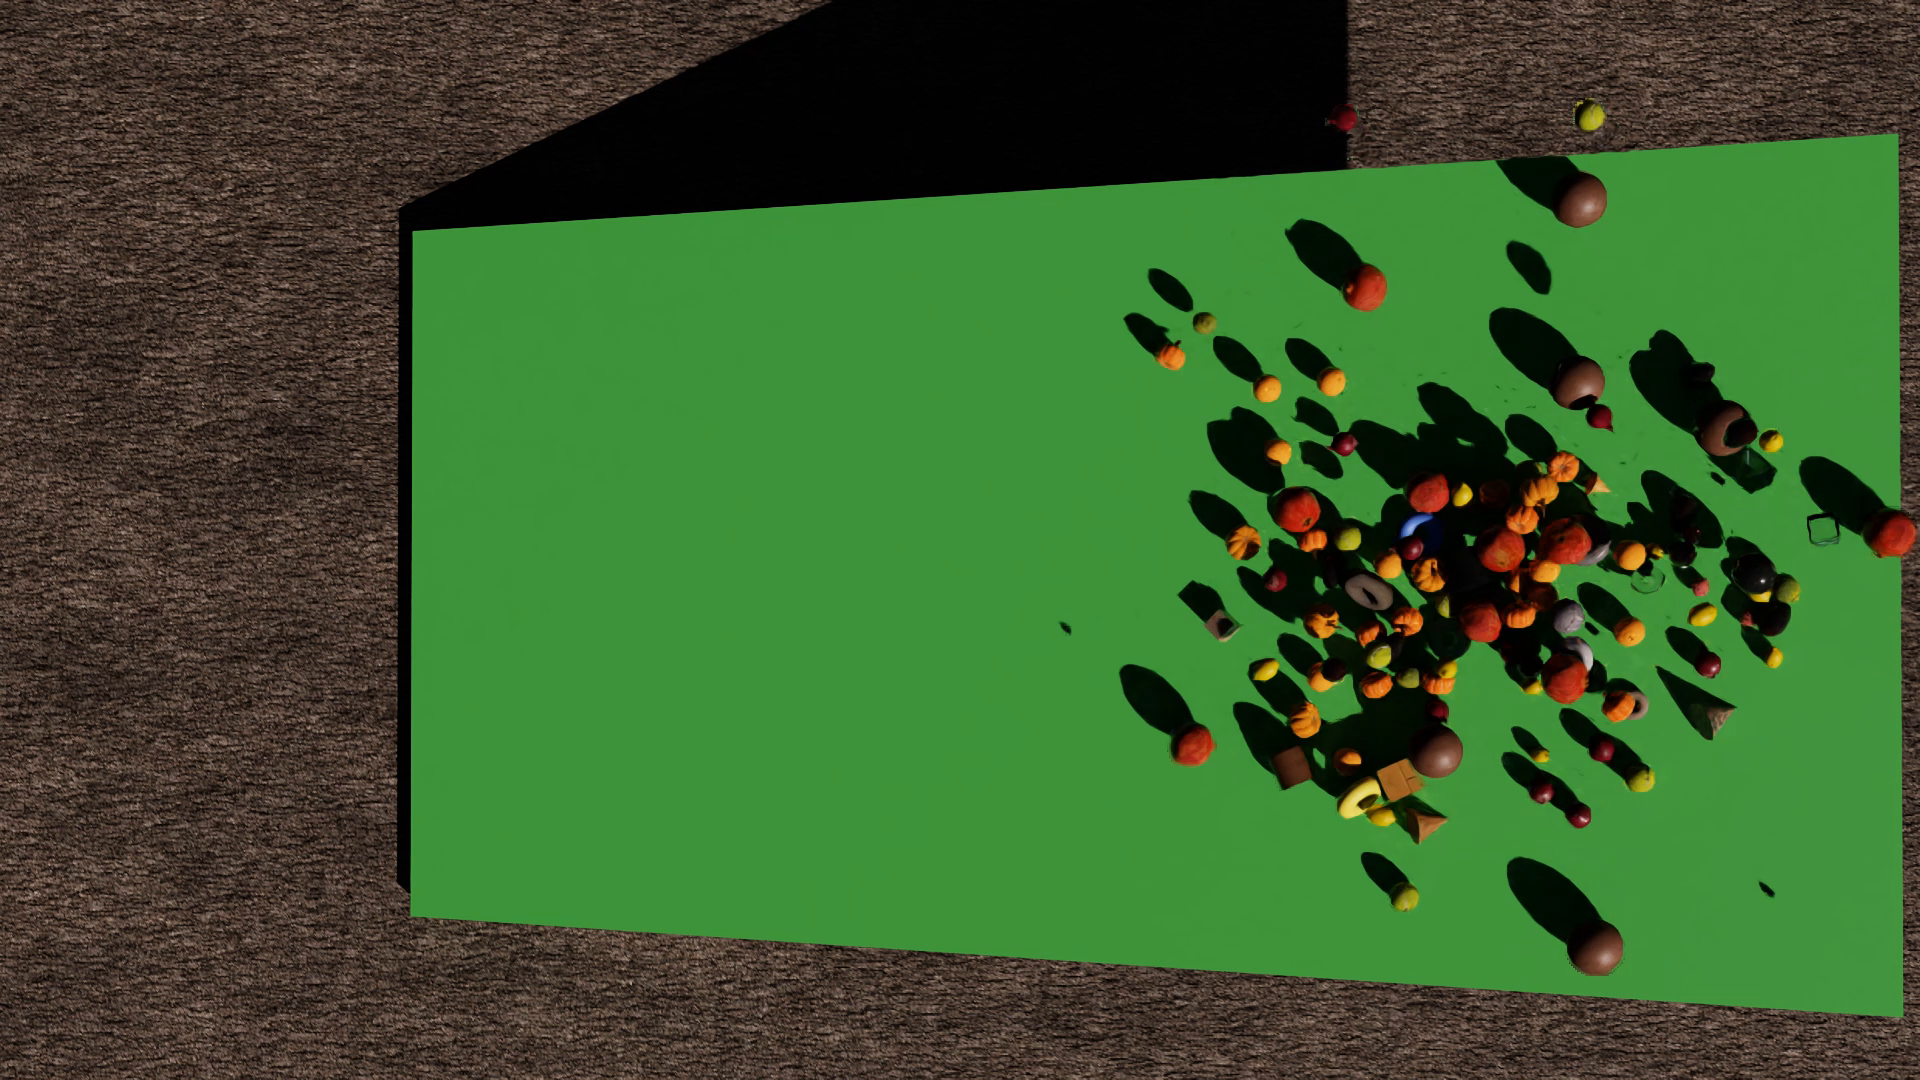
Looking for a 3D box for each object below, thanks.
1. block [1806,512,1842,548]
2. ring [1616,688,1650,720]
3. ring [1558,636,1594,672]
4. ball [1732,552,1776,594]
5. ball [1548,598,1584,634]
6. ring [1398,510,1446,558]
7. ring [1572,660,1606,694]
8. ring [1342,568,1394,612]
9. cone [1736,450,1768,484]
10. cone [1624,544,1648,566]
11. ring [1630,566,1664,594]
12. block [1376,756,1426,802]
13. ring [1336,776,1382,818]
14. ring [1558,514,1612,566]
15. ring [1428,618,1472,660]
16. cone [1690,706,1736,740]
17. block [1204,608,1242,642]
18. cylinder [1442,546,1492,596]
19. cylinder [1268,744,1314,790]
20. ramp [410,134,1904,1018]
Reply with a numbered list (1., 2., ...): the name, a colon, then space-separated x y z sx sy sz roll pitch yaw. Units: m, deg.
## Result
1. block: 1.935 -0.023 4.925 0.058 0.058 0.058 -12 70 28
2. ring: 1.581 0.387 5.170 0.075 0.025 0.075 1 92 23
3. ring: 1.450 0.270 5.176 0.031 0.094 0.094 -30 89 -32
4. ball: 1.802 0.076 4.991 0.096 0.096 0.096 0 89 0
5. ball: 1.418 0.178 5.144 0.081 0.081 0.081 0 89 0
6. ring: 1.122 -0.014 5.346 0.116 0.039 0.116 1 93 21
7. ring: 1.489 0.321 5.200 0.083 0.028 0.083 -2 87 35
8. ring: 0.993 0.121 5.350 0.135 0.135 0.045 37 70 0
9. cone: 1.815 -0.155 5.083 0.072 0.072 0.072 28 128 0
10. cone: 1.599 0.048 5.169 0.053 0.053 0.053 34 89 -9
11. ring: 1.609 0.093 5.146 0.078 0.078 0.026 -32 131 0
12. block: 1.071 0.580 5.335 0.082 0.082 0.082 -27 80 19
13. ring: 0.972 0.626 5.351 0.127 0.127 0.042 -38 59 0
14. ring: 1.478 -0.001 5.204 0.126 0.042 0.126 1 93 14
15. ring: 1.184 0.239 5.321 0.105 0.035 0.105 1 91 25
16. cone: 1.759 0.404 5.093 0.092 0.092 0.092 -26 89 4
17. block: 0.658 0.215 5.508 0.057 0.057 0.057 -47 64 14
18. cylinder: 1.215 0.073 5.266 0.091 0.091 0.091 -16 73 0
19. cylinder: 0.818 0.562 5.430 0.088 0.088 0.088 -23 81 0
20. ramp: 0.282 0.088 5.745 4.000 0.100 2.000 0 89 21
